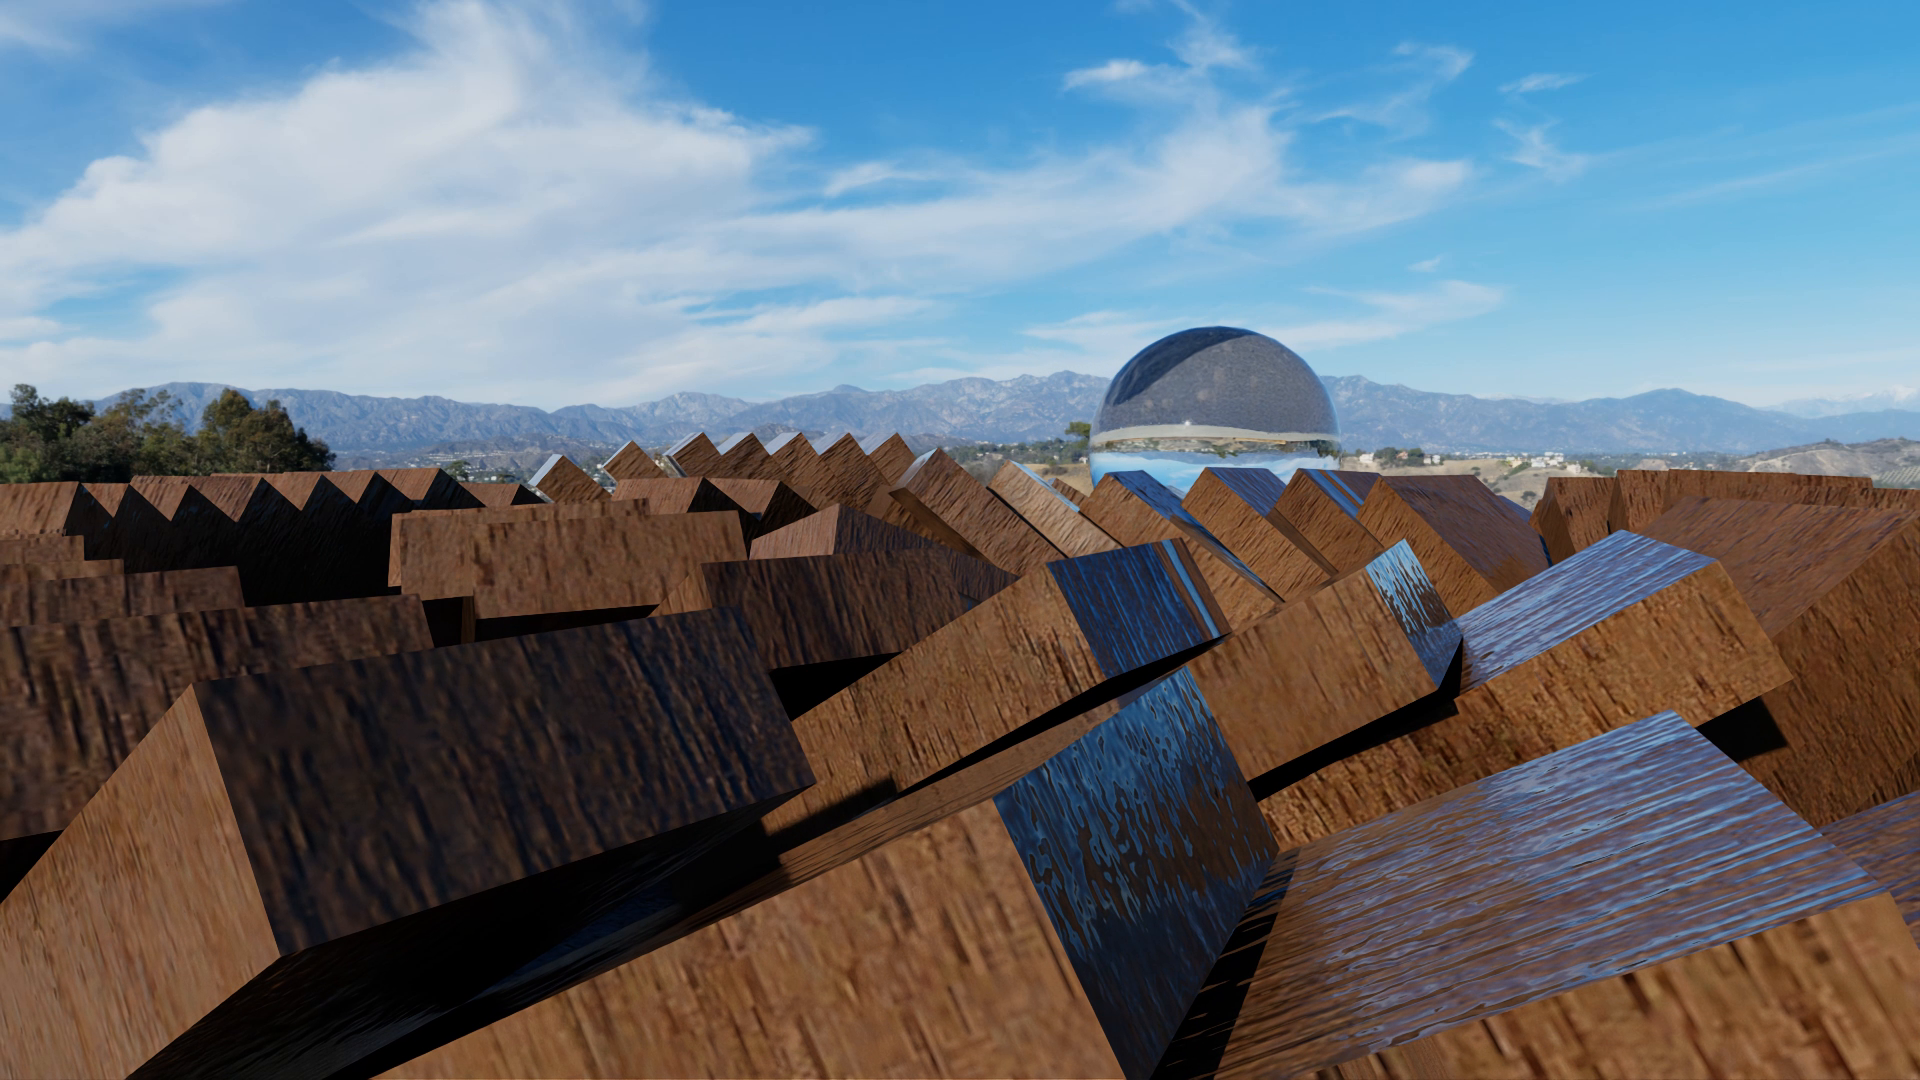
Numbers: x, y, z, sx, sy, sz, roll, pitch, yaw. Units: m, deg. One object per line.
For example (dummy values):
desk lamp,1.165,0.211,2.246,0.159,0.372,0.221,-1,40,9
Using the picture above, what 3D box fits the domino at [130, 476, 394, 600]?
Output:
domino,-0.117,0.007,0.222,0.025,0.009,0.050,1,-32,15

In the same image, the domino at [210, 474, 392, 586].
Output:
domino,-0.114,0.006,0.239,0.025,0.009,0.050,1,-32,20

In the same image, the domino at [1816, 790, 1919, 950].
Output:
domino,0.033,0.023,0.051,0.050,0.010,0.025,-26,1,11

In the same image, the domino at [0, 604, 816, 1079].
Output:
domino,-0.033,0.020,0.064,0.050,0.009,0.025,-36,-17,32

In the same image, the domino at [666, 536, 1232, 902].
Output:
domino,-0.003,0.017,0.116,0.050,0.009,0.025,-34,-14,30

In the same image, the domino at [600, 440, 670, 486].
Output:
domino,-0.069,-0.004,0.325,0.010,0.050,0.025,-46,14,-10

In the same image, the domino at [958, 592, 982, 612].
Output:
domino,-0.011,0.014,0.199,0.025,0.010,0.050,-7,-17,26

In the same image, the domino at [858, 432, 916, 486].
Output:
domino,-0.009,-0.006,0.342,0.010,0.050,0.025,-40,15,-12

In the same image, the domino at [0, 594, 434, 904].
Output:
domino,-0.051,0.020,0.074,0.025,0.009,0.050,-4,-26,-45

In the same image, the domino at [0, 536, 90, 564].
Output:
domino,-0.089,0.016,0.114,0.025,0.010,0.050,-5,-25,-29

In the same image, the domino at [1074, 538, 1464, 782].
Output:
domino,0.016,0.017,0.109,0.050,0.009,0.025,-32,-9,24

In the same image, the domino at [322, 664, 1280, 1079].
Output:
domino,-0.012,0.022,0.058,0.050,0.009,0.025,-29,-7,22

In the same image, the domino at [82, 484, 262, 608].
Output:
domino,-0.119,0.010,0.187,0.025,0.010,0.050,-1,-32,4

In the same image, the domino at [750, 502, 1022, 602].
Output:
domino,-0.009,0.009,0.222,0.050,0.010,0.025,23,-28,-36

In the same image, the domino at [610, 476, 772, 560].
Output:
domino,-0.045,0.005,0.258,0.025,0.009,0.050,1,-30,39

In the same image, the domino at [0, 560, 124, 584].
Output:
domino,-0.079,0.018,0.100,0.025,0.009,0.050,-3,-26,-33

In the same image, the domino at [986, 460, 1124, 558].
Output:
domino,0.028,0.004,0.255,0.050,0.009,0.025,39,7,9

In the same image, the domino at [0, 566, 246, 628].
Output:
domino,-0.065,0.019,0.085,0.025,0.009,0.050,-6,-25,-40

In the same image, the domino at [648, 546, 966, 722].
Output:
domino,-0.024,0.017,0.126,0.025,0.009,0.050,-4,-24,-41

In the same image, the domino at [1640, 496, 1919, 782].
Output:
domino,0.059,0.015,0.115,0.050,0.010,0.025,-36,12,-7

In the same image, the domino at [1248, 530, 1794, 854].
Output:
domino,0.037,0.017,0.106,0.050,0.009,0.025,-32,-3,14

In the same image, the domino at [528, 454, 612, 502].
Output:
domino,-0.082,-0.001,0.315,0.050,0.009,0.025,42,-12,-20

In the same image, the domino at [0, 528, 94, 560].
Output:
domino,-0.110,0.014,0.151,0.025,0.010,0.050,-1,-26,-13

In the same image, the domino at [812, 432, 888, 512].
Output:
domino,-0.021,-0.006,0.340,0.010,0.050,0.025,-40,15,-12

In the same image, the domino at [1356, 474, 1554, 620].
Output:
domino,0.095,0.007,0.225,0.025,0.009,0.050,-2,40,-29

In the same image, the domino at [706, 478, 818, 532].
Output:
domino,-0.031,0.004,0.272,0.025,0.010,0.050,4,-27,44

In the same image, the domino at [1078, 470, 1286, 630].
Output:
domino,0.049,0.005,0.254,0.050,0.009,0.025,40,19,17

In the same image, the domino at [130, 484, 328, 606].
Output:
domino,-0.119,0.009,0.205,0.025,0.010,0.050,1,-31,11

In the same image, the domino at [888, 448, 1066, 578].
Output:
domino,0.010,0.003,0.246,0.050,0.009,0.025,41,-7,-8

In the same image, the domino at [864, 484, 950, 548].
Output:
domino,0.003,0.004,0.299,0.050,0.009,0.025,29,-3,-13

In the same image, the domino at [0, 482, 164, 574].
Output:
domino,-0.117,0.011,0.168,0.025,0.009,0.050,-2,-32,-5

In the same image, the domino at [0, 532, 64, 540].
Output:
domino,-0.101,0.015,0.132,0.025,0.009,0.050,-3,-26,-22

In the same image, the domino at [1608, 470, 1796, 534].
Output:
domino,0.112,0.009,0.187,0.025,0.009,0.050,2,42,16

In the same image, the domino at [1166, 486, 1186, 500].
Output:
domino,0.067,0.003,0.309,0.050,0.010,0.025,32,15,18

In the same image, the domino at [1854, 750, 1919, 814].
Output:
domino,0.091,0.015,0.132,0.050,0.009,0.025,-37,19,-20

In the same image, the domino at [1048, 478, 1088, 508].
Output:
domino,0.041,0.002,0.307,0.050,0.010,0.025,31,2,-1

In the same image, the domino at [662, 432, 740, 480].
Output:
domino,-0.056,-0.005,0.330,0.010,0.050,0.025,-40,15,-12

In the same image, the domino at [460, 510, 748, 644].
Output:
domino,-0.040,0.014,0.139,0.025,0.010,0.050,-4,-28,-24

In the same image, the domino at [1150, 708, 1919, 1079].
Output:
domino,0.009,0.023,0.054,0.050,0.009,0.025,-26,-4,17

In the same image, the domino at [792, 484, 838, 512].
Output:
domino,-0.017,0.004,0.293,0.050,0.009,0.025,30,-4,-15

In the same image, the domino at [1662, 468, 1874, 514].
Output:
domino,0.109,0.010,0.171,0.025,0.009,0.050,4,43,23

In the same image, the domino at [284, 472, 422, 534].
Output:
domino,-0.110,0.005,0.255,0.025,0.010,0.050,1,-32,26

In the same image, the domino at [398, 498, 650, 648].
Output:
domino,-0.050,0.013,0.154,0.025,0.010,0.050,-6,-27,-17

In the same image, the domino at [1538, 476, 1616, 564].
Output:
domino,0.112,0.009,0.205,0.025,0.010,0.050,1,40,9

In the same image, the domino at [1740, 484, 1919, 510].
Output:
domino,0.103,0.013,0.151,0.025,0.009,0.050,5,42,40

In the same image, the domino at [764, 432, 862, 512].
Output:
domino,-0.033,-0.005,0.337,0.009,0.050,0.025,-40,15,-12

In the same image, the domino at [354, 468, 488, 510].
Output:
domino,-0.103,0.003,0.270,0.025,0.010,0.050,0,-32,28

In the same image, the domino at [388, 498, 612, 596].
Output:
domino,-0.056,0.012,0.173,0.025,0.009,0.050,-5,-27,-9

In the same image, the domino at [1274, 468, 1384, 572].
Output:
domino,0.085,0.006,0.241,0.025,0.010,0.050,0,39,-36

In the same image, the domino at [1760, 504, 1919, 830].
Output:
domino,0.074,0.015,0.121,0.050,0.009,0.025,-37,14,-12

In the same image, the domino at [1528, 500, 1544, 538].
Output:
domino,0.143,0.008,0.260,0.025,0.009,0.050,-2,31,-30

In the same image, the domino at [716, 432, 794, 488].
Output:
domino,-0.045,-0.005,0.335,0.009,0.050,0.025,-40,15,-12

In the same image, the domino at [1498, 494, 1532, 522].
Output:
domino,0.128,0.006,0.277,0.025,0.010,0.050,-3,31,-36

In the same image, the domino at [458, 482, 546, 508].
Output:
domino,-0.092,0.004,0.291,0.025,0.009,0.050,3,-26,33

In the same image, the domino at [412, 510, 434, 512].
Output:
domino,-0.061,0.011,0.196,0.025,0.009,0.050,-1,-26,4

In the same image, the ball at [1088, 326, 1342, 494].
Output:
ball,0.081,-0.028,0.412,0.080,0.080,0.080,0,4,0

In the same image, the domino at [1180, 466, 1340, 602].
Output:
domino,0.069,0.005,0.251,0.025,0.010,0.050,-2,41,-48
